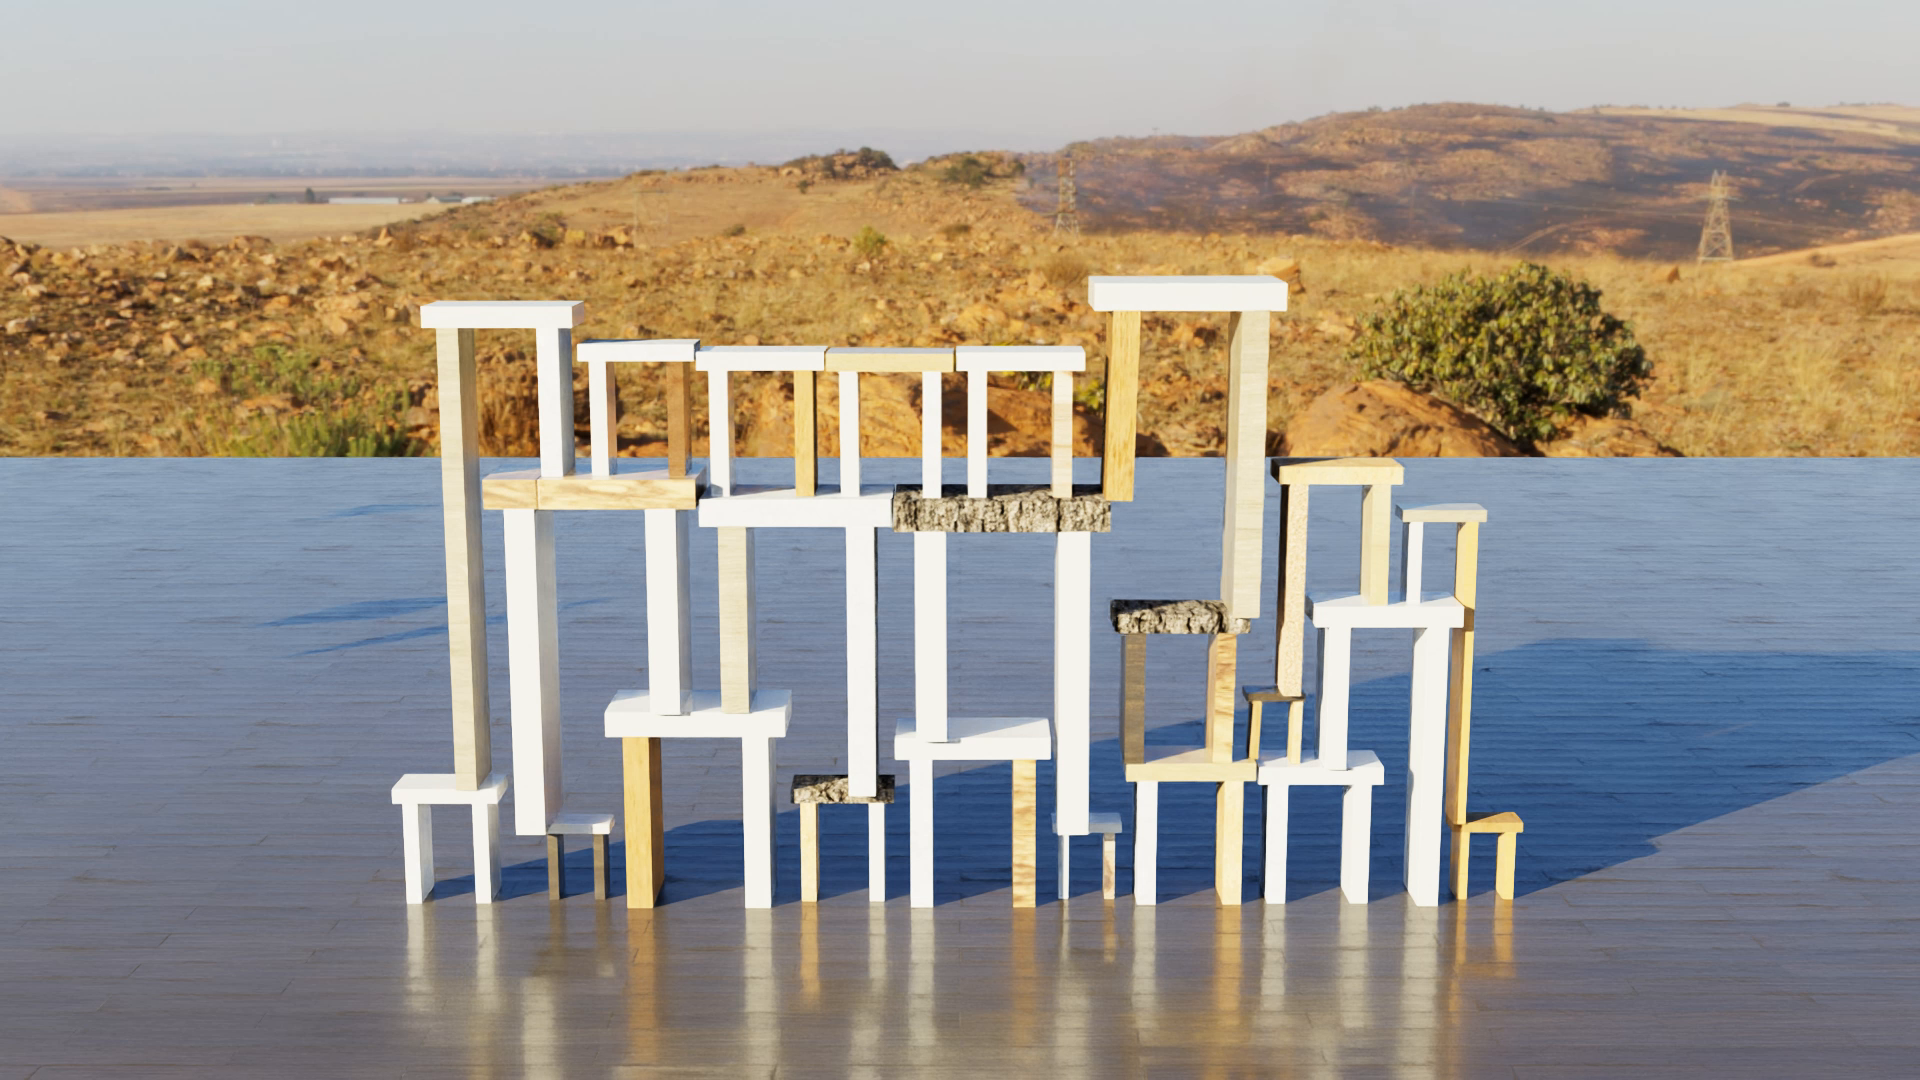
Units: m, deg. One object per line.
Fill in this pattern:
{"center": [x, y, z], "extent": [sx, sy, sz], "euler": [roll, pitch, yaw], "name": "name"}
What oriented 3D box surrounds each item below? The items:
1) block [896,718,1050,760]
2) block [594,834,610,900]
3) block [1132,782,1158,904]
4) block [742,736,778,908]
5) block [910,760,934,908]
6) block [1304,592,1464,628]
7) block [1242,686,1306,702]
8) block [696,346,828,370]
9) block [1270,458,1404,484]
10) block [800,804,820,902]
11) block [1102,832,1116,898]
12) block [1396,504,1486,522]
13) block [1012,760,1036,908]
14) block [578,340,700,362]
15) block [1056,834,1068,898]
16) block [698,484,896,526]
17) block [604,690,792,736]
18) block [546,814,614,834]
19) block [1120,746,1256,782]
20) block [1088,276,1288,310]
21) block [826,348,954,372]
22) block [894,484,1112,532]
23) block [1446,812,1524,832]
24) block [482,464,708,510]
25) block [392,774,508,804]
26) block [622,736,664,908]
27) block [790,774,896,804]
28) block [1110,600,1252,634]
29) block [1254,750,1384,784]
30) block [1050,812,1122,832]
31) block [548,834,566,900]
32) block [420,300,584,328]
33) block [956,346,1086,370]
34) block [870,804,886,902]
{"center": [0.021, 0.326, 3.618], "extent": [0.251, 0.036, 0.126], "euler": [0, 11, 0], "name": "block"}
{"center": [-0.596, 0.534, 3.658], "extent": [0.016, 0.113, 0.057], "euler": [0, 11, 0], "name": "block"}
{"center": [0.306, 0.487, 3.650], "extent": [0.030, 0.211, 0.105], "euler": [0, 10, -1], "name": "block"}
{"center": [-0.331, 0.447, 3.646], "extent": [0.041, 0.290, 0.145], "euler": [0, 11, 0], "name": "block"}
{"center": [-0.063, 0.467, 3.644], "extent": [0.036, 0.251, 0.126], "euler": [0, 11, 0], "name": "block"}
{"center": [0.688, 0.113, 3.579], "extent": [0.237, 0.034, 0.118], "euler": [0, 11, 0], "name": "block"}
{"center": [0.514, 0.251, 3.602], "extent": [0.097, 0.014, 0.049], "euler": [0, 10, -1], "name": "block"}
{"center": [-0.314, -0.290, 3.506], "extent": [0.202, 0.029, 0.101], "euler": [0, 11, 0], "name": "block"}
{"center": [0.605, -0.111, 3.540], "extent": [0.196, 0.028, 0.098], "euler": [0, 11, 0], "name": "block"}
{"center": [-0.249, 0.506, 3.659], "extent": [0.024, 0.168, 0.084], "euler": [0, 11, 0], "name": "block"}
{"center": [0.247, 0.533, 3.662], "extent": [0.016, 0.114, 0.057], "euler": [0, 11, 0], "name": "block"}
{"center": [0.776, -0.044, 3.551], "extent": [0.133, 0.019, 0.067], "euler": [0, 11, 0], "name": "block"}
{"center": [0.105, 0.467, 3.644], "extent": [0.036, 0.251, 0.126], "euler": [0, 11, 0], "name": "block"}
{"center": [-0.511, -0.303, 3.506], "extent": [0.183, 0.026, 0.091], "euler": [0, 11, 0], "name": "block"}
{"center": [0.171, 0.533, 3.662], "extent": [0.016, 0.114, 0.057], "euler": [0, 10, 0], "name": "block"}
{"center": [-0.260, -0.057, 3.549], "extent": [0.305, 0.043, 0.153], "euler": [0, 11, 0], "name": "block"}
{"center": [-0.427, 0.284, 3.616], "extent": [0.290, 0.041, 0.145], "euler": [0, 11, 0], "name": "block"}
{"center": [-0.634, 0.471, 3.647], "extent": [0.113, 0.016, 0.057], "euler": [0, 11, 0], "name": "block"}
{"center": [0.375, 0.368, 3.628], "extent": [0.211, 0.030, 0.105], "euler": [0, 10, -1], "name": "block"}
{"center": [0.358, -0.391, 3.485], "extent": [0.299, 0.042, 0.149], "euler": [0, 11, -1], "name": "block"}
{"center": [-0.110, -0.287, 3.502], "extent": [0.200, 0.028, 0.100], "euler": [0, 11, 1], "name": "block"}
{"center": [0.067, -0.052, 3.548], "extent": [0.343, 0.049, 0.171], "euler": [0, 11, 0], "name": "block"}
{"center": [0.869, 0.468, 3.649], "extent": [0.115, 0.016, 0.058], "euler": [0, 11, 0], "name": "block"}
{"center": [-0.584, -0.087, 3.544], "extent": [0.334, 0.047, 0.167], "euler": [0, 11, 0], "name": "block"}
{"center": [-0.841, 0.411, 3.631], "extent": [0.171, 0.024, 0.085], "euler": [0, 11, 0], "name": "block"}
{"center": [-0.524, 0.447, 3.646], "extent": [0.041, 0.290, 0.145], "euler": [0, 11, 0], "name": "block"}
{"center": [-0.193, 0.412, 3.641], "extent": [0.168, 0.024, 0.084], "euler": [0, 11, 0], "name": "block"}
{"center": [0.357, 0.125, 3.581], "extent": [0.217, 0.031, 0.108], "euler": [0, 11, -2], "name": "block"}
{"center": [0.589, 0.375, 3.633], "extent": [0.203, 0.029, 0.102], "euler": [0, 11, 0], "name": "block"}
{"center": [0.209, 0.469, 3.650], "extent": [0.114, 0.016, 0.057], "euler": [0, 11, 0], "name": "block"}
{"center": [-0.672, 0.534, 3.658], "extent": [0.016, 0.113, 0.057], "euler": [0, 11, 0], "name": "block"}
{"center": [-0.725, -0.359, 3.497], "extent": [0.236, 0.033, 0.118], "euler": [0, 11, 0], "name": "block"}
{"center": [0.096, -0.290, 3.506], "extent": [0.202, 0.029, 0.101], "euler": [0, 11, 0], "name": "block"}
{"center": [-0.137, 0.506, 3.659], "extent": [0.024, 0.168, 0.084], "euler": [0, 11, 0], "name": "block"}
